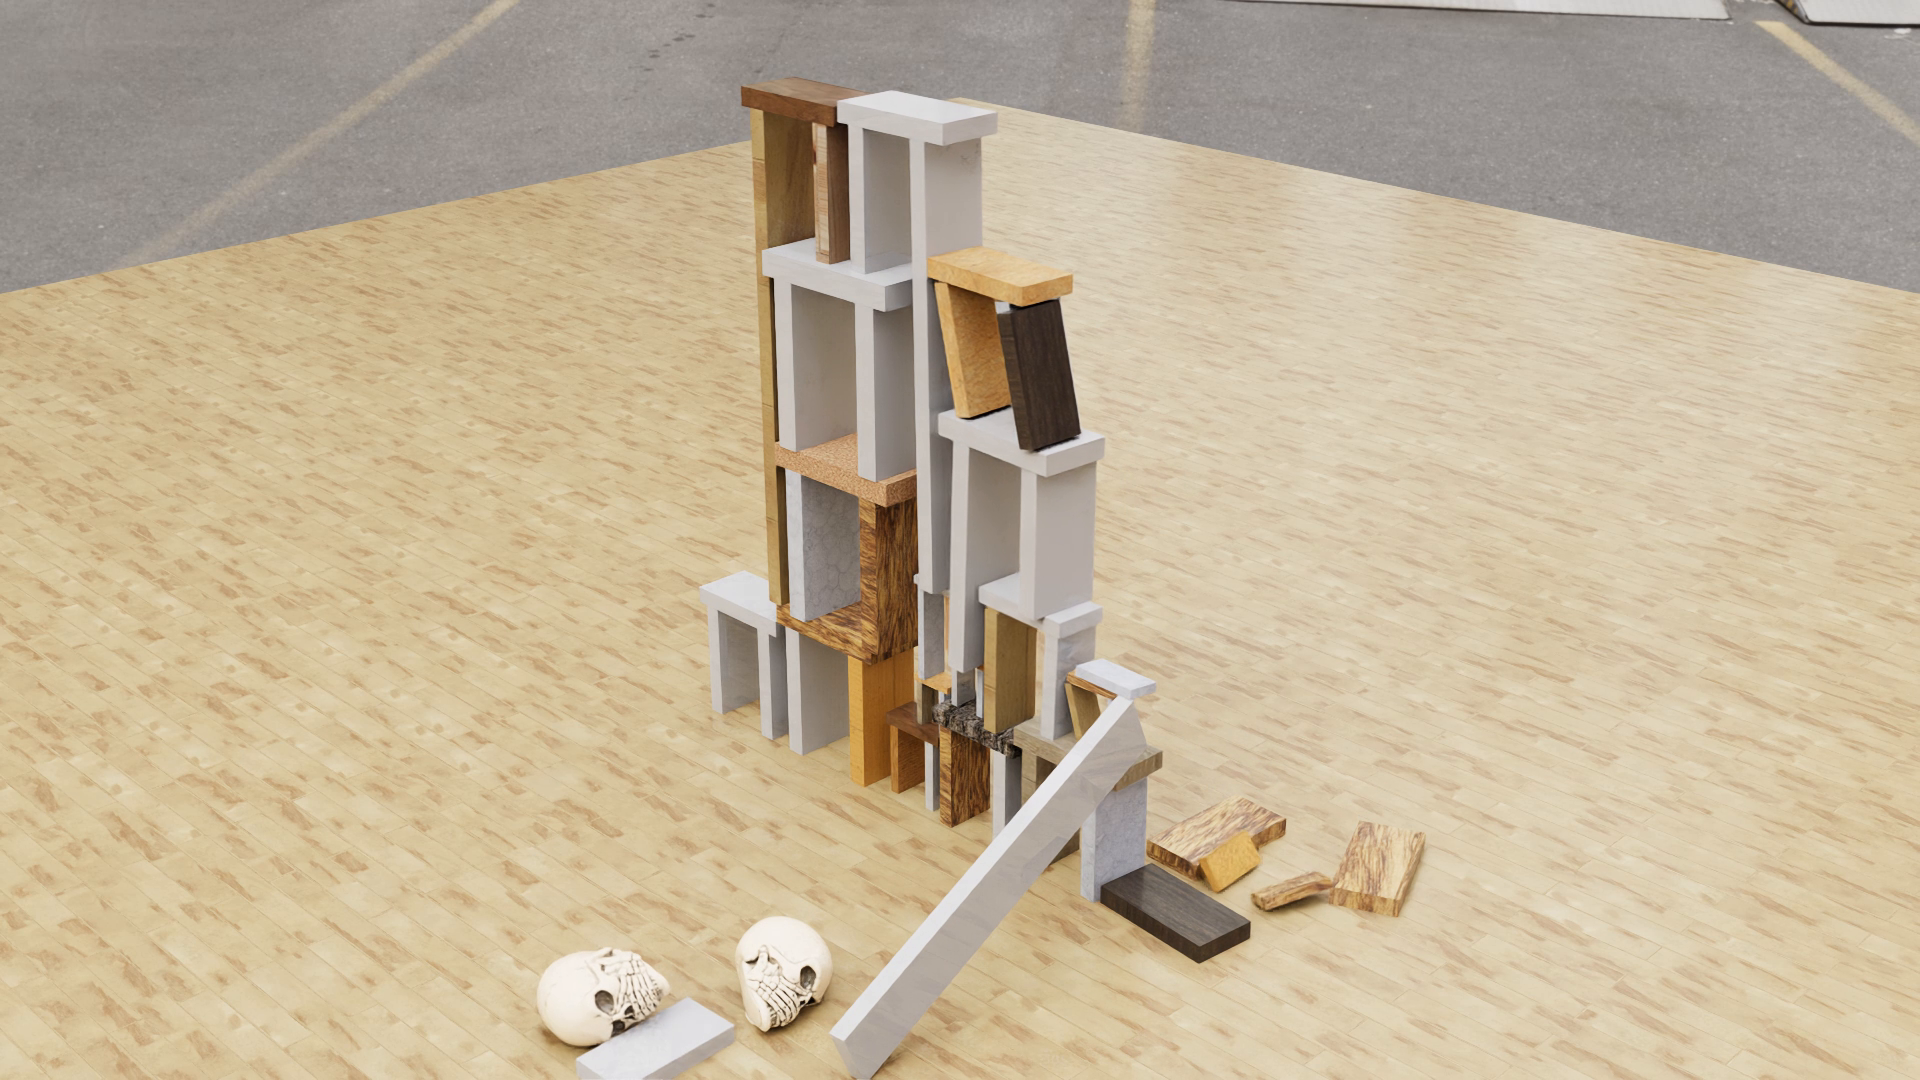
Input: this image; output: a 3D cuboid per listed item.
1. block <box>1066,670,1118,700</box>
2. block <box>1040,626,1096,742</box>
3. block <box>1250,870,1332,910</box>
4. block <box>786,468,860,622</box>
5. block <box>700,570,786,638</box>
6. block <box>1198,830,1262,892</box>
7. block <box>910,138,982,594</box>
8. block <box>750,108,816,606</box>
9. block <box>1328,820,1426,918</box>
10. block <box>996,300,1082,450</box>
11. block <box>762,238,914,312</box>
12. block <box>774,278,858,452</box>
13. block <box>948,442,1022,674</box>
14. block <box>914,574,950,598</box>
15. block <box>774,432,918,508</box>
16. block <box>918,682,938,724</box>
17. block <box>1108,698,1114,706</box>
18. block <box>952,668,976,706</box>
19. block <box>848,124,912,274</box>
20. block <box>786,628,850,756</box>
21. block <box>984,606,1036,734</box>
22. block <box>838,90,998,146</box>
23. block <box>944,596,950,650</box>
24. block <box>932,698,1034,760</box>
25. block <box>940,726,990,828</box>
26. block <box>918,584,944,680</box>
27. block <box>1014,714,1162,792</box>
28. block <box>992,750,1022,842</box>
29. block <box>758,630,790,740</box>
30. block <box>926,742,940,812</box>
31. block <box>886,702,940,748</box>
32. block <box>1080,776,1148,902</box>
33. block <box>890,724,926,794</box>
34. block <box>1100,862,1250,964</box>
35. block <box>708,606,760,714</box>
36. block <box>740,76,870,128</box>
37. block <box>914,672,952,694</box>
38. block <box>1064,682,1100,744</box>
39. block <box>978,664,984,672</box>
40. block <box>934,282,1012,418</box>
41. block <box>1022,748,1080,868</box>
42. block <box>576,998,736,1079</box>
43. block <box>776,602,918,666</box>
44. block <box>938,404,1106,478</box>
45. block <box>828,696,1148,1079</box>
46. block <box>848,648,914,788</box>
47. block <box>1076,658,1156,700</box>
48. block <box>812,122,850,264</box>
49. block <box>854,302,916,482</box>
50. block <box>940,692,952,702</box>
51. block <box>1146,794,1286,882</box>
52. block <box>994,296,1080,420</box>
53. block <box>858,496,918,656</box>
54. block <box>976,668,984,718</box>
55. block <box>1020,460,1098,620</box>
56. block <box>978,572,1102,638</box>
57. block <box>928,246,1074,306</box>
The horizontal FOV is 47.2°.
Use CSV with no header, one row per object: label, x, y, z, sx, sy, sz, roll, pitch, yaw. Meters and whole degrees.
block,0.262,0.262,4.059,0.119,0.017,0.059,19,30,40
block,0.203,0.256,4.117,0.031,0.220,0.110,22,32,38
block,0.623,0.657,4.135,0.139,0.020,0.069,-16,7,-17
block,-0.276,-0.010,4.516,0.046,0.327,0.163,21,31,41
block,-0.432,0.136,4.745,0.254,0.036,0.127,21,31,41
block,0.519,0.615,4.223,0.139,0.069,0.020,-24,-2,-44
block,-0.020,-0.324,4.117,0.138,0.875,0.039,-19,29,-38
block,-0.340,-0.363,4.441,0.133,1.036,0.038,-21,31,-41
block,0.804,0.630,4.229,0.131,0.037,0.263,9,25,20
block,0.140,-0.292,3.881,0.121,0.243,0.034,-20,15,-39
block,-0.200,-0.515,4.218,0.347,0.049,0.174,21,31,41
block,-0.282,-0.365,4.371,0.049,0.347,0.174,21,31,41
block,0.049,0.016,4.172,0.145,0.466,0.041,-21,32,-40
block,-0.030,0.085,4.296,0.057,0.016,0.114,-21,31,-40
block,-0.199,-0.151,4.372,0.327,0.046,0.163,21,31,41
block,-0.065,0.321,4.436,0.013,0.095,0.047,21,31,40
block,0.297,0.339,4.050,0.017,0.119,0.059,15,27,38
block,0.007,0.272,4.338,0.015,0.104,0.052,21,31,41
block,-0.142,-0.648,4.113,0.039,0.276,0.138,21,31,40
block,-0.298,0.300,4.682,0.041,0.291,0.145,21,31,41
block,0.097,0.233,4.224,0.110,0.263,0.031,-21,31,-40
block,-0.079,-0.767,3.991,0.138,0.039,0.276,-21,31,-40
block,-0.003,0.155,4.296,0.057,0.114,0.016,-21,31,-40
block,0.063,0.359,4.306,0.222,0.031,0.111,21,31,41
block,0.010,0.455,4.404,0.031,0.222,0.111,21,31,41
block,-0.057,0.175,4.363,0.057,0.204,0.016,-21,31,-41
block,0.239,0.390,4.132,0.259,0.037,0.130,21,31,41
block,0.115,0.496,4.308,0.031,0.222,0.111,21,31,41
block,-0.372,0.293,4.746,0.036,0.254,0.127,21,31,41
block,-0.035,0.467,4.464,0.022,0.153,0.076,21,31,41
block,-0.071,0.373,4.463,0.153,0.022,0.076,21,31,40
block,0.291,0.544,4.146,0.130,0.259,0.037,-17,28,-35
block,-0.108,0.439,4.530,0.022,0.153,0.076,21,31,41
block,0.398,0.691,4.085,0.131,0.037,0.263,-18,29,-35
block,-0.492,0.246,4.856,0.036,0.254,0.127,21,31,41
block,-0.279,-0.833,4.173,0.133,0.038,0.266,-21,31,-40
block,-0.042,0.280,4.394,0.095,0.013,0.047,21,31,40
block,0.233,0.316,4.107,0.059,0.119,0.017,-21,13,-40
block,0.031,0.227,4.293,0.052,0.015,0.104,-21,31,-41
block,0.031,-0.361,4.036,0.125,0.249,0.035,-20,16,-39
block,0.176,0.502,4.246,0.037,0.259,0.130,21,31,41
block,-0.510,0.858,3.695,0.121,0.034,0.243,20,30,39
block,-0.230,0.174,4.555,0.291,0.041,0.145,21,31,41
block,0.111,-0.190,4.007,0.145,0.041,0.291,-19,29,-37
block,0.065,0.590,3.806,0.034,0.122,0.823,19,53,38
block,-0.161,0.353,4.556,0.041,0.291,0.145,21,31,41
block,0.285,0.254,4.021,0.069,0.020,0.139,-13,25,-41
block,-0.214,-0.668,4.174,0.038,0.266,0.133,21,31,41
block,-0.118,-0.301,4.221,0.174,0.347,0.049,-21,31,-41
block,-0.020,0.338,4.395,0.013,0.095,0.047,21,31,41
block,0.506,0.585,4.334,0.263,0.037,0.131,-19,30,-38
block,0.140,-0.314,3.926,0.125,0.249,0.035,-20,15,-39
block,-0.122,0.050,4.374,0.163,0.327,0.046,-21,31,-40
block,0.056,0.291,4.293,0.015,0.103,0.052,21,31,41
block,0.178,-0.011,4.009,0.145,0.291,0.041,-18,29,-36
block,0.150,0.120,4.114,0.110,0.031,0.220,-19,29,-38
block,0.071,-0.474,3.937,0.125,0.035,0.249,-19,30,-38
